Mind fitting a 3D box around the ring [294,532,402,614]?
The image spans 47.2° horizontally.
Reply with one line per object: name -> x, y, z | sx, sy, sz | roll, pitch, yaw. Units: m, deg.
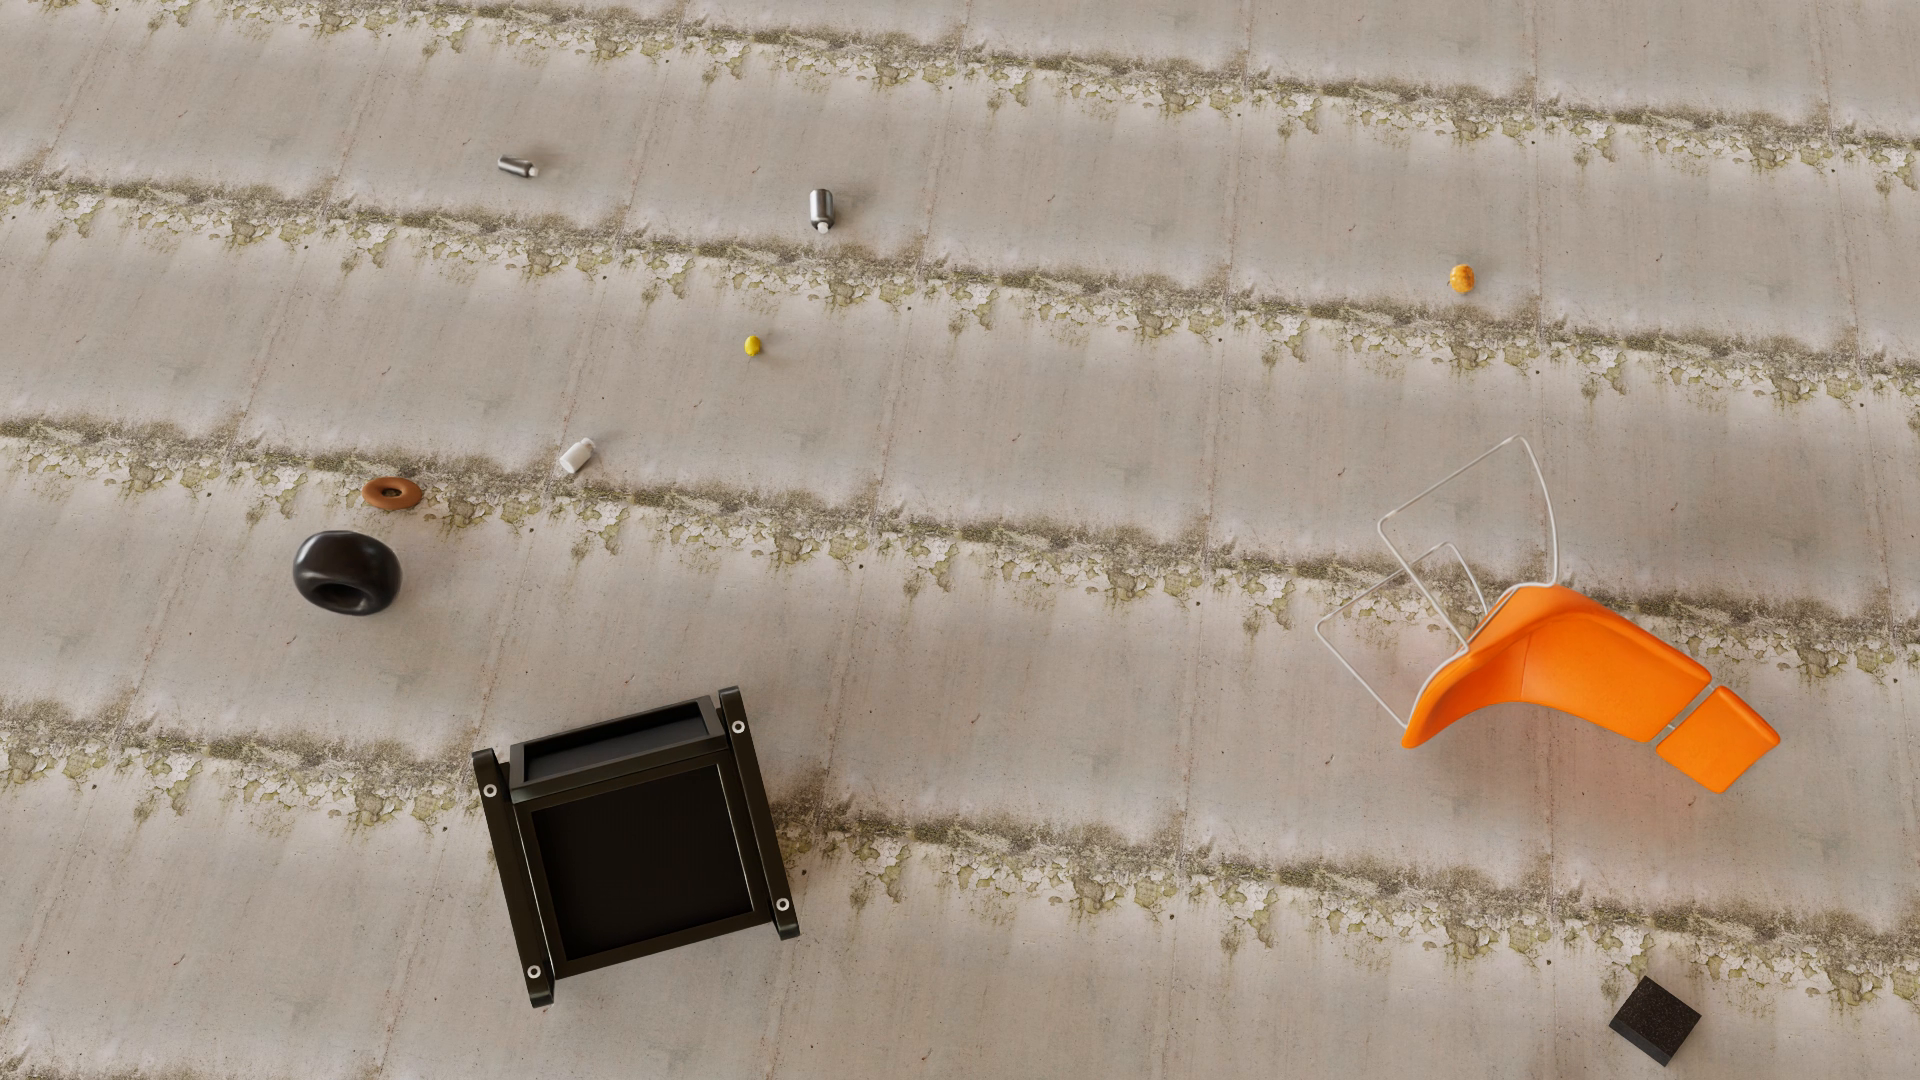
ring -> -1.768, 0.096, 6.350 | 0.311, 0.265, 0.169 | 20, 54, -28

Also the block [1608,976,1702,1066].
block -> 1.800, 1.246, 5.697 | 0.169, 0.068, 0.150 | 36, 63, 22

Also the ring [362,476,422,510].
ring -> -1.717, -0.141, 6.646 | 0.185, 0.038, 0.115 | 6, 55, 3
